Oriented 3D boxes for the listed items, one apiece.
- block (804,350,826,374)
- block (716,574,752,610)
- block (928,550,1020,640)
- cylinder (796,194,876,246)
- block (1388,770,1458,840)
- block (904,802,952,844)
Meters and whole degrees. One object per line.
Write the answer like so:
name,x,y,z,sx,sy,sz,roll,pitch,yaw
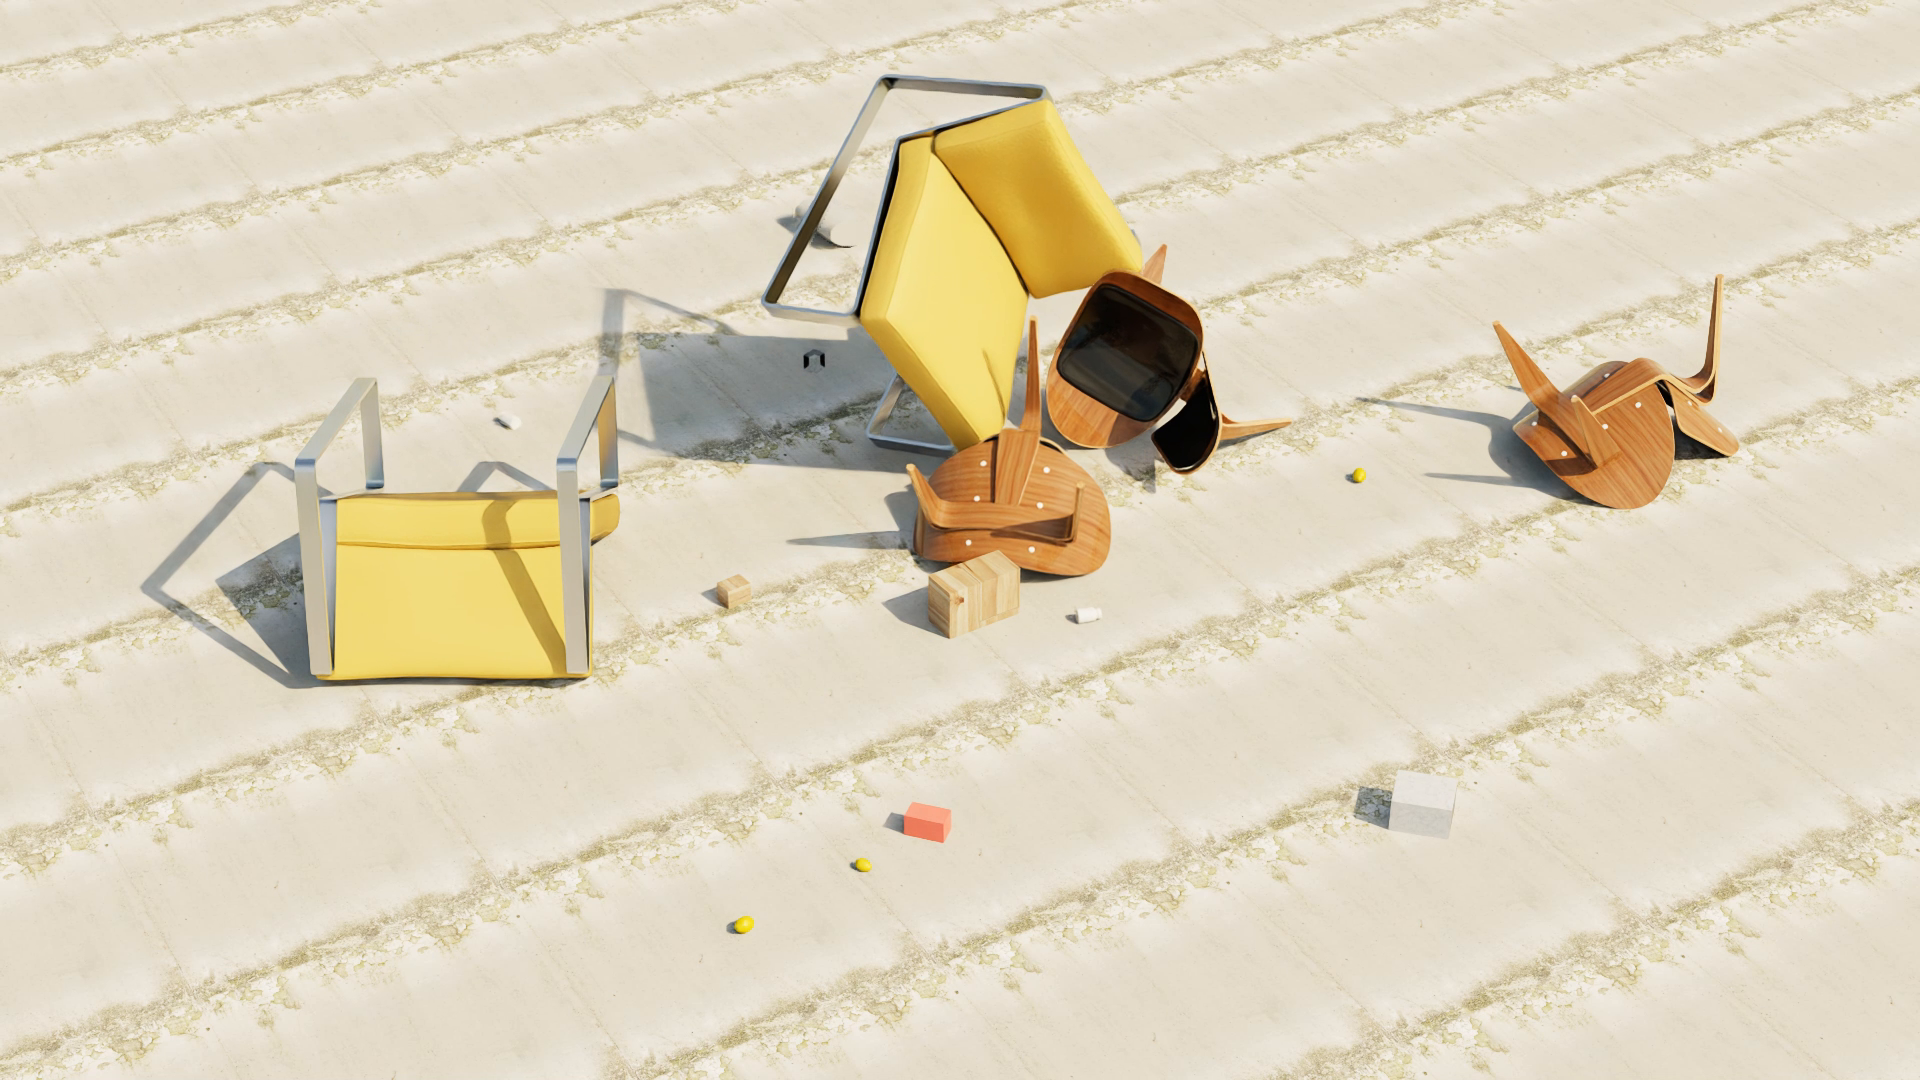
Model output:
block,-0.596,-0.732,11.995,0.058,0.066,0.068,24,40,31
block,-0.816,0.186,10.593,0.097,0.076,0.074,-22,40,-30
block,0.051,0.194,10.472,0.298,0.195,0.141,-20,38,-27
cylinder,-0.549,-1.415,12.967,0.250,0.131,0.279,-11,33,-36
block,1.506,0.860,9.530,0.195,0.121,0.170,8,34,12
block,-0.104,0.913,9.486,0.134,0.079,0.077,11,35,16
